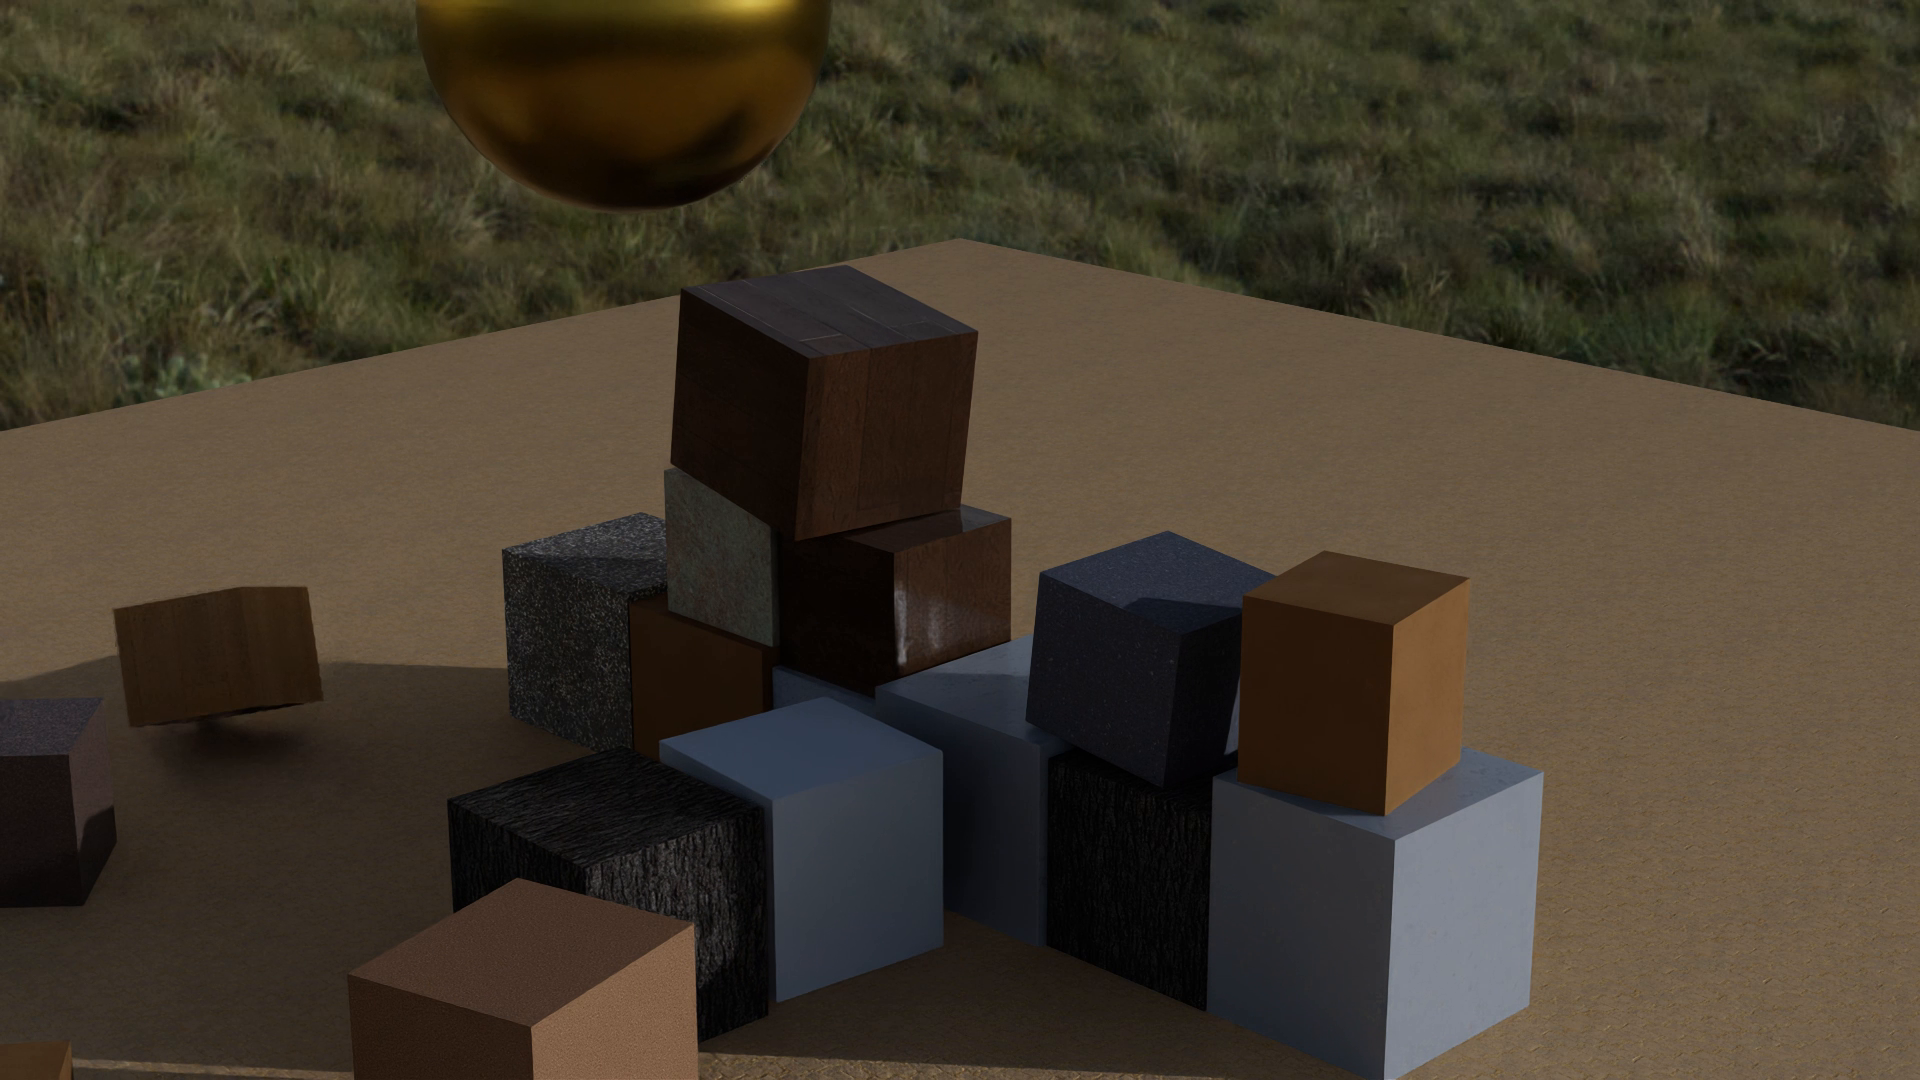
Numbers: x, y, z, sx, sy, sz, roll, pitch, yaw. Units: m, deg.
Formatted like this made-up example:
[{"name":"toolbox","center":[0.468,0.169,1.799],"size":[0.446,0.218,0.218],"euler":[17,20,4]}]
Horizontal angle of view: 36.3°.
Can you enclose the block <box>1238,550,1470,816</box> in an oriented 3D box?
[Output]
[{"name":"block","center":[1.579,0.561,11.760],"size":[0.653,0.788,0.699],"euler":[11,21,32]}]

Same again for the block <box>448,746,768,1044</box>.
[{"name":"block","center":[-1.438,1.508,12.008],"size":[0.882,0.922,0.952],"euler":[-16,23,-40]}]

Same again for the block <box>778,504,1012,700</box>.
[{"name":"block","center":[-0.305,0.245,13.753],"size":[0.781,0.730,0.760],"euler":[17,24,42]}]

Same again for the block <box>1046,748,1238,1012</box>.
[{"name":"block","center":[1.056,1.332,12.652],"size":[1.024,0.873,0.895],"euler":[-17,24,-42]}]

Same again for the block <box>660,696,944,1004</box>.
[{"name":"block","center":[-0.681,1.313,12.649],"size":[0.881,0.911,0.849],"euler":[-13,22,-36]}]

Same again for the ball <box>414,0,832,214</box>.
[{"name":"ball","center":[-1.297,-2.065,11.333],"size":[1.600,1.600,1.600],"euler":[0,17,0]}]

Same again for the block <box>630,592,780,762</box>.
[{"name":"block","center":[-0.936,0.729,14.571],"size":[0.977,0.872,0.987],"euler":[-17,24,-42]}]

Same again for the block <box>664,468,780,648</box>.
[{"name":"block","center":[-0.858,-0.004,14.261],"size":[0.768,0.712,0.841],"euler":[17,24,42]}]

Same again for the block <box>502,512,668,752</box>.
[{"name":"block","center":[-1.675,0.496,15.229],"size":[0.925,0.921,1.023],"euler":[-17,24,-42]}]

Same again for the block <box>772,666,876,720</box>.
[{"name":"block","center":[-0.293,0.973,13.950],"size":[0.834,0.778,0.844],"euler":[-17,24,-42]}]

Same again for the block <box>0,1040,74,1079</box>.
[{"name":"block","center":[-3.470,2.206,10.279],"size":[0.650,0.628,0.646],"euler":[-3,18,-8]}]

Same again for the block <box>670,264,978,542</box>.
[{"name":"block","center":[-0.647,-0.662,13.697],"size":[0.952,0.876,1.034],"euler":[-12,29,-37]}]

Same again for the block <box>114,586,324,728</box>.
[{"name":"block","center":[-3.765,0.590,14.919],"size":[0.716,0.598,0.697],"euler":[-10,-3,15]}]

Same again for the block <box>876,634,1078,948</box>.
[{"name":"block","center":[0.360,1.099,13.282],"size":[1.076,0.939,1.016],"euler":[-17,24,-42]}]

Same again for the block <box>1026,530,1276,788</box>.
[{"name":"block","center":[0.880,0.494,12.555],"size":[0.791,0.698,0.829],"euler":[24,29,39]}]

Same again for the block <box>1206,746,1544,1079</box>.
[{"name":"block","center":[1.692,1.445,12.004],"size":[0.992,1.045,0.912],"euler":[-17,24,-42]}]

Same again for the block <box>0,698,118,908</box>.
[{"name":"block","center":[-4.358,1.192,13.341],"size":[0.818,0.726,0.722],"euler":[-1,17,-3]}]

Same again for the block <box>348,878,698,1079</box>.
[{"name":"block","center":[-1.580,1.910,10.756],"size":[0.823,0.906,0.965],"euler":[10,20,29]}]
